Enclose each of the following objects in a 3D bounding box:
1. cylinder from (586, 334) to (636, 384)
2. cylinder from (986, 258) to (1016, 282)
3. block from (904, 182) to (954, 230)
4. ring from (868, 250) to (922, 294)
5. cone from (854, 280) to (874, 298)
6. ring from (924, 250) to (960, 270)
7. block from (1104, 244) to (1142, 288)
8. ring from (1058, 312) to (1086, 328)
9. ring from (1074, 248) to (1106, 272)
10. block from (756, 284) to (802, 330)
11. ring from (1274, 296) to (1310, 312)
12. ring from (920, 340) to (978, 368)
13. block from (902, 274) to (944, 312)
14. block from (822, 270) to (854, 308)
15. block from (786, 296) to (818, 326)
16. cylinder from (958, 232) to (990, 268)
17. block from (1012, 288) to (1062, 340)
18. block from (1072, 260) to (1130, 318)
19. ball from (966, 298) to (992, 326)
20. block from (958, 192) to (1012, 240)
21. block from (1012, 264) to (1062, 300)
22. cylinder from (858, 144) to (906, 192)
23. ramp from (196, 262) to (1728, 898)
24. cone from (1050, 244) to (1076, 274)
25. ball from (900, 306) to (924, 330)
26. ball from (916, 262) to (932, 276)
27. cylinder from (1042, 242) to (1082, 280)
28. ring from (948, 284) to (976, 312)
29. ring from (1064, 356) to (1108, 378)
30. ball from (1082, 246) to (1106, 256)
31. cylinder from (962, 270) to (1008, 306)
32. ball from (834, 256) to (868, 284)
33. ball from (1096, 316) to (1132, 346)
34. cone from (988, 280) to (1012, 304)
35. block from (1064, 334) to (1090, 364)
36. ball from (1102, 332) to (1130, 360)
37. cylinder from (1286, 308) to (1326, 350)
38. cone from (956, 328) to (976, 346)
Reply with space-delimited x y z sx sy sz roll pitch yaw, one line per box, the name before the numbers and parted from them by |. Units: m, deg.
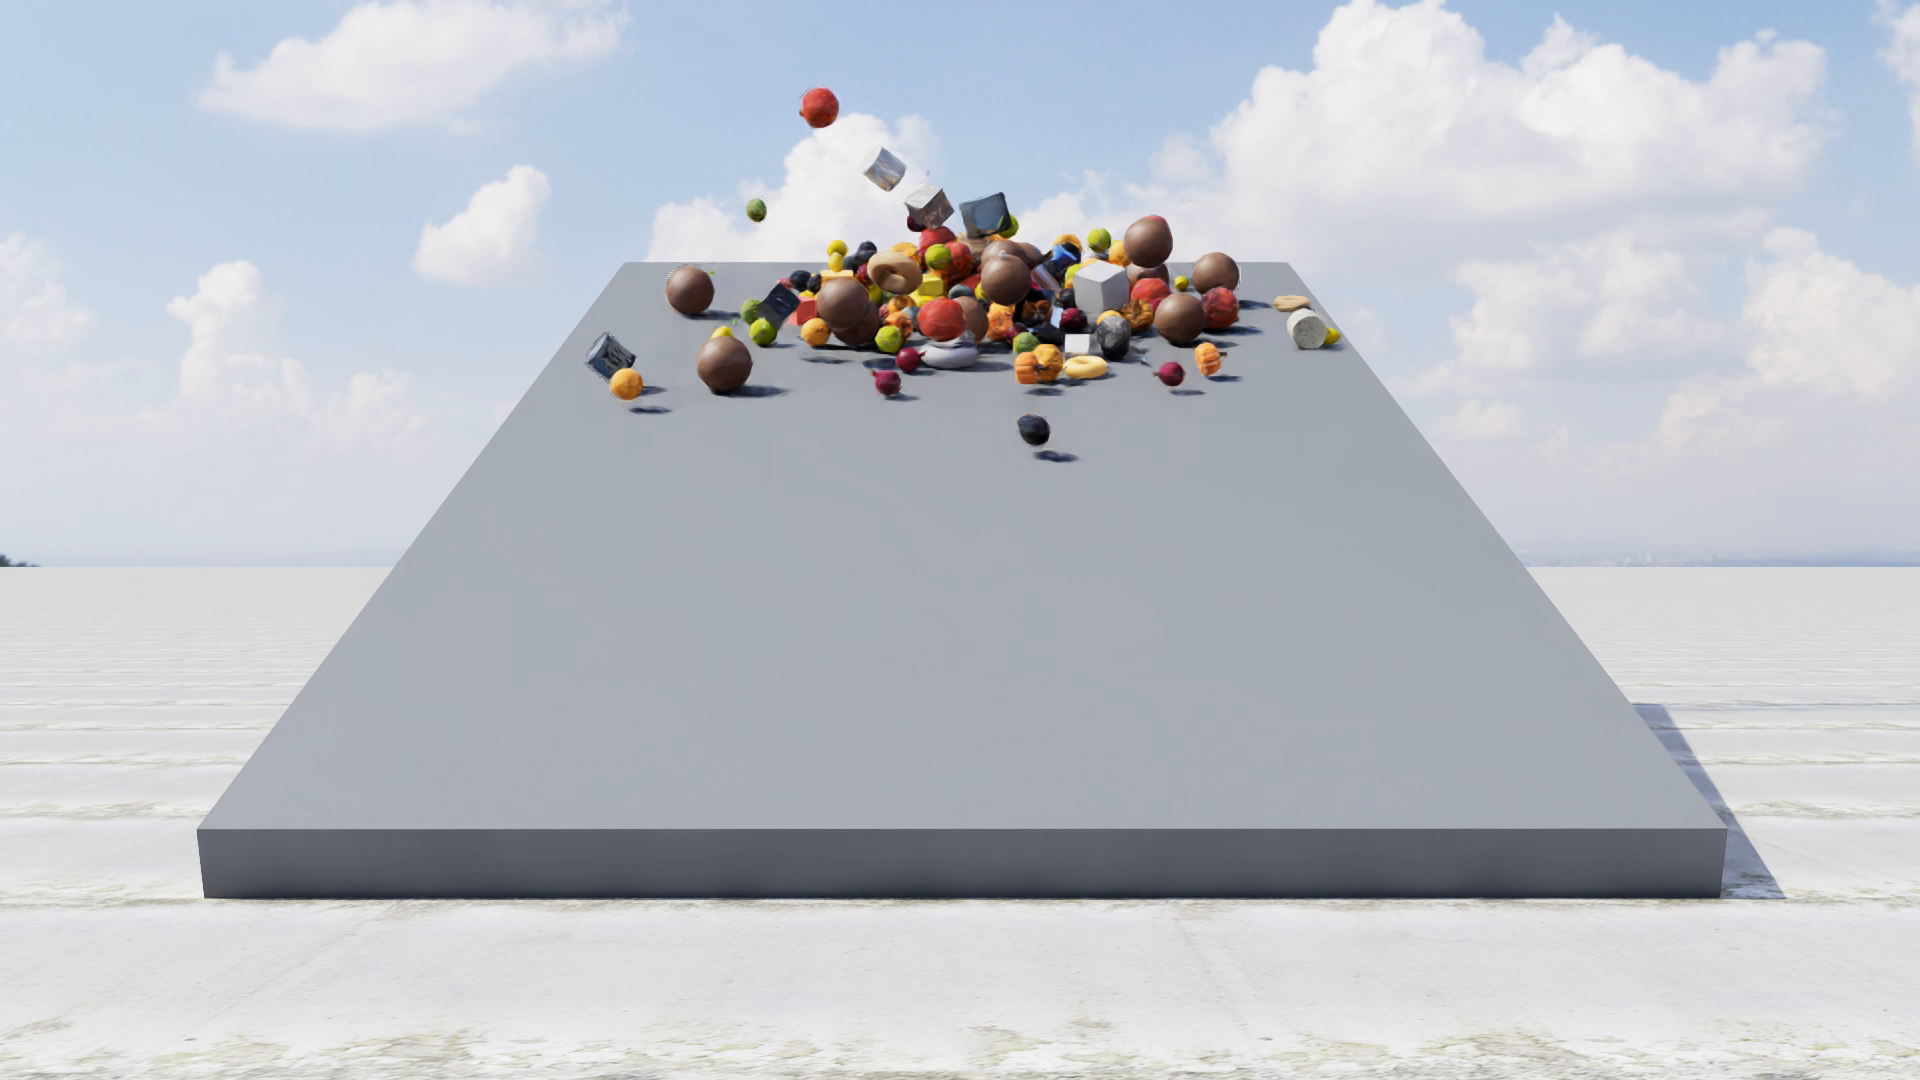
cylinder | -0.809 -0.418 5.171 0.083 0.083 0.083 38 -15 -18
cylinder | 0.115 -0.765 6.386 0.070 0.070 0.070 0 17 20
block | -0.087 -0.930 6.221 0.084 0.084 0.084 29 -21 44
ring | -0.170 -0.695 5.810 0.149 0.050 0.149 14 -30 8
cone | -0.259 -0.690 6.220 0.058 0.058 0.058 -1 -14 44
ring | -0.045 -0.834 6.651 0.123 0.041 0.123 1 18 0
block | 0.464 -0.785 6.385 0.095 0.095 0.095 9 18 -1
ring | 0.287 -0.578 5.862 0.094 0.031 0.094 0 16 0
ring | 0.372 -0.795 6.406 0.111 0.037 0.111 -36 -9 -7
block | -0.443 -0.571 5.461 0.069 0.069 0.069 40 -26 -3
ring | 0.902 -0.642 6.063 0.098 0.033 0.098 0 19 0
ring | -0.026 -0.453 5.436 0.146 0.049 0.146 0 15 0
block | -0.102 -0.671 6.067 0.083 0.083 0.083 -10 20 -29
block | -0.334 -0.685 6.104 0.087 0.087 0.087 -2 18 -4
block | -0.420 -0.606 5.896 0.062 0.062 0.062 -11 21 -31
cylinder | 0.037 -0.803 6.168 0.083 0.083 0.083 -2 -9 0
block | 0.199 -0.576 5.692 0.093 0.093 0.093 6 -21 19
block | 0.367 -0.652 5.790 0.100 0.100 0.100 -31 37 -33
ball | 0.051 -0.601 5.867 0.071 0.071 0.071 0 -1 0
block | 0.063 -0.795 5.471 0.090 0.090 0.090 -19 12 -14
block | 0.205 -0.671 5.991 0.091 0.091 0.091 -41 5 21
cylinder | -0.209 -1.007 6.046 0.092 0.092 0.092 35 -17 -25
ramp | -0.003 -0.182 4.835 2.000 0.100 4.000 0 18 0
cone | 0.267 -0.760 6.128 0.077 0.077 0.077 34 15 -10
ball | -0.127 -0.581 5.820 0.062 0.062 0.062 0 -1 0
ball | -0.122 -0.737 6.269 0.086 0.086 0.086 0 -1 0
cylinder | 0.288 -0.788 6.305 0.087 0.087 0.087 0 20 24
ring | 0.005 -0.652 6.021 0.080 0.080 0.027 0 24 31
ring | 0.300 -0.413 5.335 0.105 0.035 0.105 -3 20 1
ball | 0.396 -0.816 6.518 0.088 0.088 0.088 0 -1 0
cylinder | 0.068 -0.682 6.088 0.093 0.093 0.093 0 13 42
ball | -0.307 -0.755 6.302 0.099 0.099 0.099 0 -1 0
ball | 0.384 -0.518 5.582 0.088 0.088 0.088 0 -1 0
cone | 0.107 -0.637 5.864 0.066 0.066 0.066 0 -18 6
block | 0.283 -0.457 5.402 0.057 0.057 0.057 2 -38 6
ball | 0.382 -0.476 5.483 0.068 0.068 0.068 0 -1 0
cylinder | 0.874 -0.531 5.626 0.086 0.086 0.086 0 18 -1
cone | 0.001 -0.494 5.530 0.055 0.055 0.055 0 -3 -40
